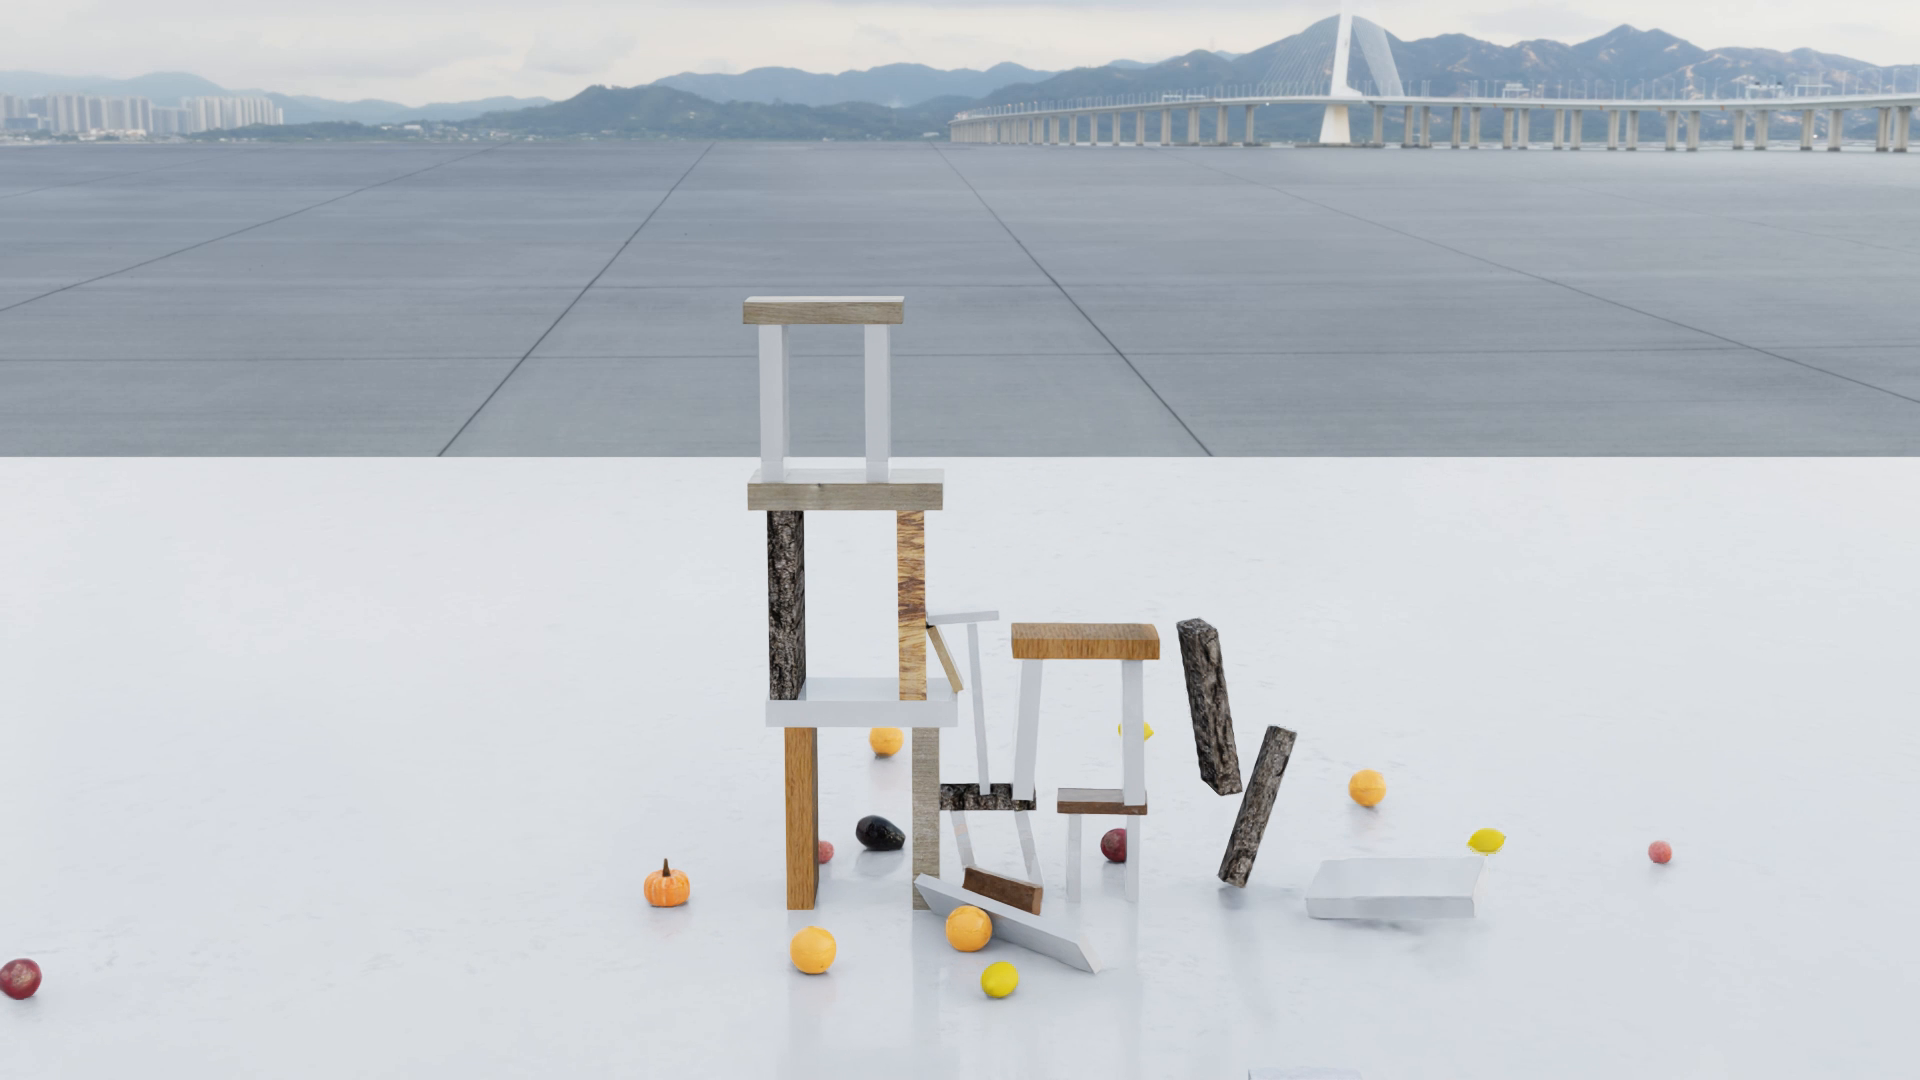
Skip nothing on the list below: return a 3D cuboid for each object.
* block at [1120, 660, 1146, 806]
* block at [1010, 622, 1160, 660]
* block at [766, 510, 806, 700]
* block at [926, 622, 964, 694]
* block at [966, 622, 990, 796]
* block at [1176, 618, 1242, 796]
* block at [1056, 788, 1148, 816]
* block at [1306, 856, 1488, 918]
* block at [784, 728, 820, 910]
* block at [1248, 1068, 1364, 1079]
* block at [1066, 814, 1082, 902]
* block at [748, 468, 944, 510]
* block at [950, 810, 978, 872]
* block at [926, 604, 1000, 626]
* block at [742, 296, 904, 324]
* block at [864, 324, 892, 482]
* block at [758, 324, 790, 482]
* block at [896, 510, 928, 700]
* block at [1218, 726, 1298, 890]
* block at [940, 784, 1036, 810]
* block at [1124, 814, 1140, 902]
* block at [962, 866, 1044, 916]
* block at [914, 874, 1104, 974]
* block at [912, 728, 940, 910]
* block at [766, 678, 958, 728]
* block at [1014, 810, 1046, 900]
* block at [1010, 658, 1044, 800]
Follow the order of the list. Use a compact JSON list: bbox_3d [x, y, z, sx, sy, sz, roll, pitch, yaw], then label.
[{"bbox_3d":[0.283,0.301,3.621,0.033,0.246,0.118,-1,10,2],"label":"block"},{"bbox_3d":[0.203,0.164,3.583,0.236,0.033,0.118,1,11,0],"label":"block"},{"bbox_3d":[-0.282,0.091,3.578,0.044,0.309,0.154,0,11,2],"label":"block"},{"bbox_3d":[-0.024,0.189,3.593,0.016,0.115,0.058,-23,10,4],"label":"block"},{"bbox_3d":[0.031,0.271,3.604,0.016,0.288,0.058,-4,10,3],"label":"block"},{"bbox_3d":[0.405,0.270,3.573,0.038,0.268,0.134,-10,7,-6],"label":"block"},{"bbox_3d":[0.236,0.433,3.643,0.148,0.021,0.074,1,11,4],"label":"block"},{"bbox_3d":[0.706,0.561,3.551,0.268,0.038,0.134,-5,17,24],"label":"block"},{"bbox_3d":[-0.261,0.438,3.639,0.044,0.309,0.154,0,11,0],"label":"block"},{"bbox_3d":[0.459,0.722,2.902,0.148,0.021,0.074,0,11,0],"label":"block"},{"bbox_3d":[0.189,0.518,3.651,0.021,0.148,0.074,0,11,0],"label":"block"},{"bbox_3d":[-0.181,-0.082,3.546,0.309,0.044,0.154,0,11,0],"label":"block"},{"bbox_3d":[0.011,0.512,3.652,0.022,0.158,0.079,-12,10,2],"label":"block"},{"bbox_3d":[0.005,0.121,3.588,0.115,0.016,0.058,-4,10,-2],"label":"block"},{"bbox_3d":[-0.214,-0.365,3.492,0.248,0.035,0.124,0,11,0],"label":"block"},{"bbox_3d":[-0.131,-0.225,3.517,0.035,0.248,0.124,0,11,0],"label":"block"},{"bbox_3d":[-0.296,-0.225,3.518,0.035,0.248,0.124,0,11,0],"label":"block"},{"bbox_3d":[-0.077,0.092,3.577,0.044,0.309,0.154,-1,11,0],"label":"block"},{"bbox_3d":[0.494,0.443,3.663,0.038,0.268,0.134,19,-4,4],"label":"block"},{"bbox_3d":[0.046,0.424,3.632,0.158,0.022,0.079,0,11,-1],"label":"block"},{"bbox_3d":[0.286,0.517,3.656,0.021,0.148,0.074,0,11,2],"label":"block"},{"bbox_3d":[0.066,0.577,3.529,0.148,0.074,0.021,9,3,41],"label":"block"},{"bbox_3d":[0.071,0.597,3.434,0.369,0.074,0.021,11,50,46],"label":"block"},{"bbox_3d":[-0.055,0.438,3.640,0.044,0.309,0.154,0,11,0],"label":"block"},{"bbox_3d":[-0.158,0.265,3.606,0.309,0.044,0.154,0,11,0],"label":"block"},{"bbox_3d":[0.115,0.513,3.652,0.022,0.158,0.079,-12,10,2],"label":"block"},{"bbox_3d":[0.108,0.296,3.611,0.033,0.236,0.118,3,10,-2],"label":"block"}]
